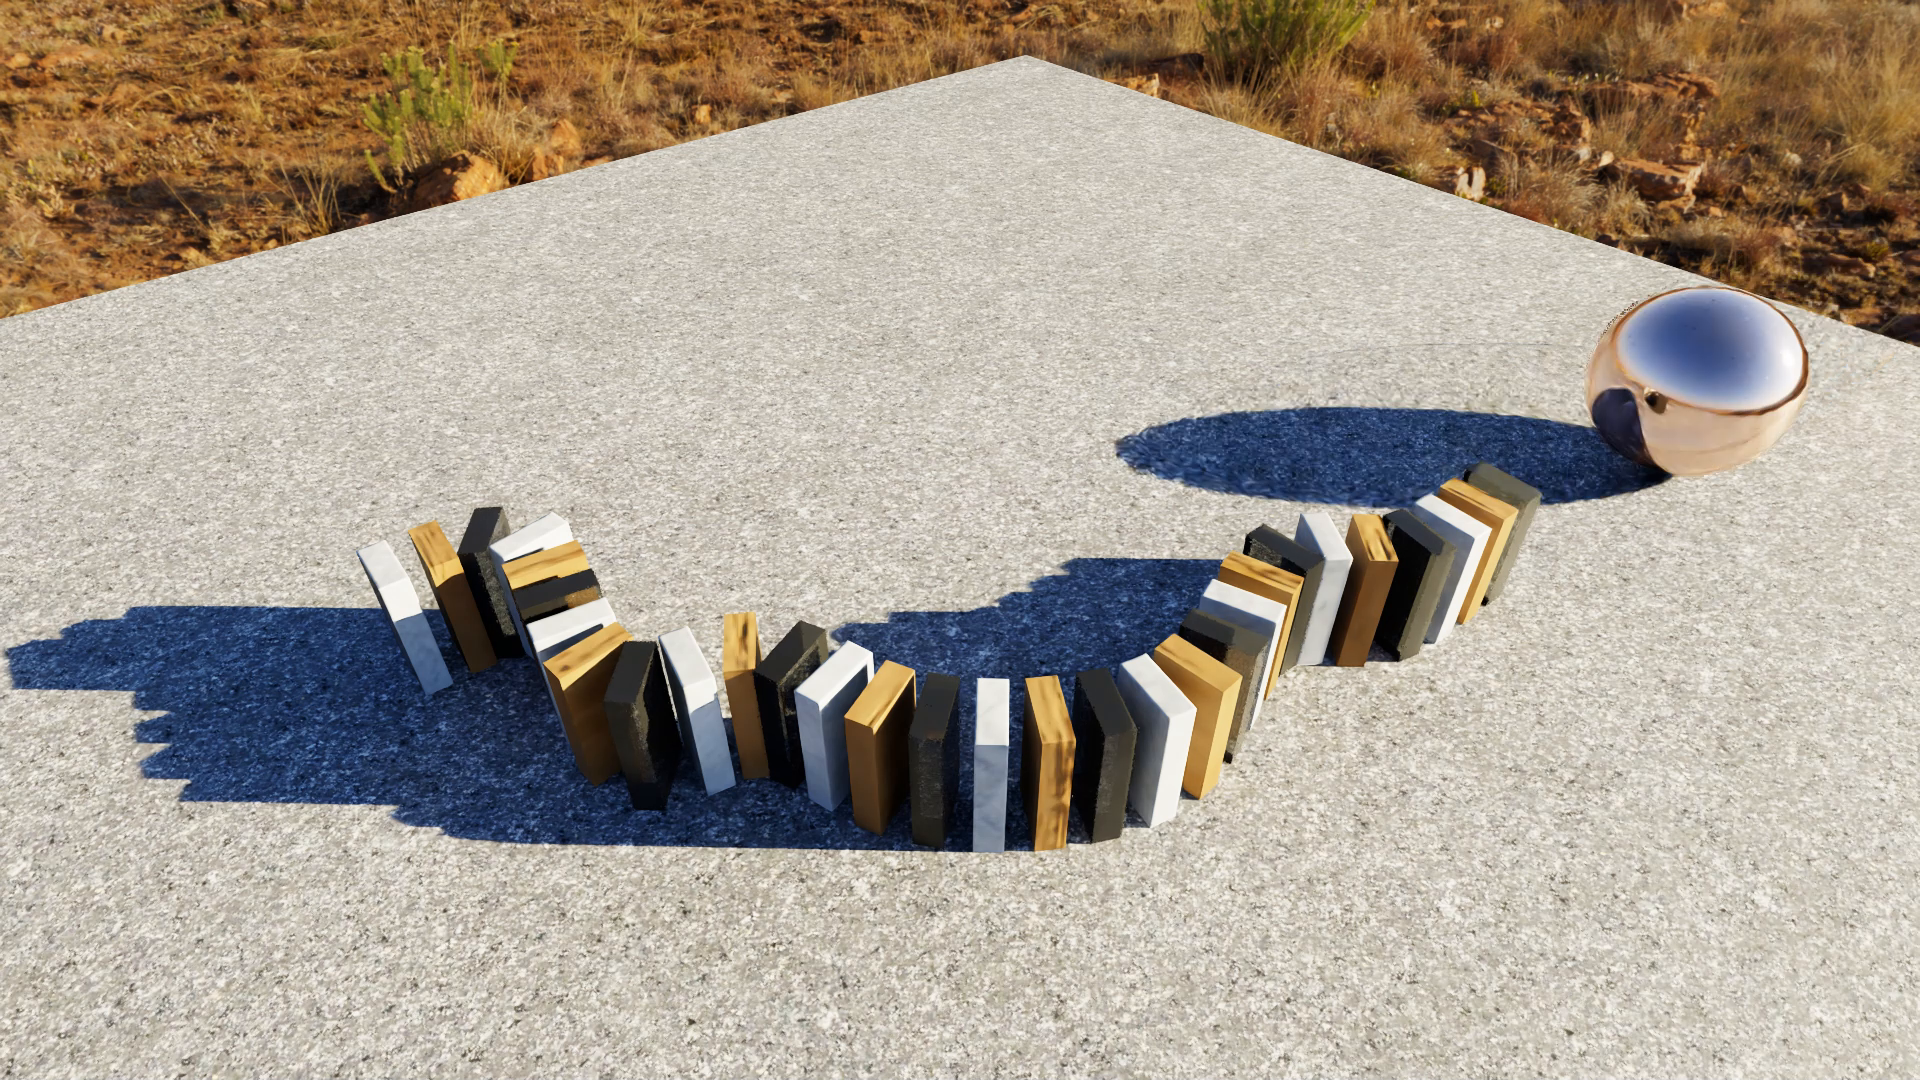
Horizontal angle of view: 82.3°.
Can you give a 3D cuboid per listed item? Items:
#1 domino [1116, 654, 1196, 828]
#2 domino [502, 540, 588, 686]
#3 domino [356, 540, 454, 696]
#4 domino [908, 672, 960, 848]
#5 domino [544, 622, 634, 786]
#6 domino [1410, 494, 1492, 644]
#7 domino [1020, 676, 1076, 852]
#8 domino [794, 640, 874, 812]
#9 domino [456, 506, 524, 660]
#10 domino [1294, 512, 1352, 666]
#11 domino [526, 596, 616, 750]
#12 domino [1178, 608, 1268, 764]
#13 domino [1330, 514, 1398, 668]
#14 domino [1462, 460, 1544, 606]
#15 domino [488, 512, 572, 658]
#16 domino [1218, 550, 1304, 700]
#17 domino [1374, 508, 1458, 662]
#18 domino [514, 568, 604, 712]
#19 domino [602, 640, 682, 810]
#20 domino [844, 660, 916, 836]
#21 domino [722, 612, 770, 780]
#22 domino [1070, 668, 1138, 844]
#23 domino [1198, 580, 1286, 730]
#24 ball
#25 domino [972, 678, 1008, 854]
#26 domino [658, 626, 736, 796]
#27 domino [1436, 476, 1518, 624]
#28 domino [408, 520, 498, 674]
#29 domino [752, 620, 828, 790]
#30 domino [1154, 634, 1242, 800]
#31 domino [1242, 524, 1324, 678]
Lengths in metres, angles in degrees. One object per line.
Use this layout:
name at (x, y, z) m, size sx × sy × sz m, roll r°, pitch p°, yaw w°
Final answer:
domino at (0.057, 0.062, 0.336) m, size 0.009 × 0.050 × 0.025 m, roll -18°, pitch 43°, yaw -21°
domino at (-0.138, 0.026, 0.380) m, size 0.025 × 0.050 × 0.009 m, roll -22°, pitch 44°, yaw -24°
domino at (-0.191, 0.027, 0.378) m, size 0.009 × 0.050 × 0.025 m, roll -27°, pitch 47°, yaw -29°
domino at (-0.007, 0.067, 0.330) m, size 0.009 × 0.050 × 0.025 m, roll 7°, pitch 40°, yaw 9°
domino at (-0.112, 0.052, 0.348) m, size 0.010 × 0.050 × 0.025 m, roll 31°, pitch 49°, yaw 32°
domino at (0.171, 0.011, 0.398) m, size 0.009 × 0.050 × 0.025 m, roll -25°, pitch 45°, yaw -27°
domino at (0.026, 0.067, 0.329) m, size 0.009 × 0.050 × 0.025 m, roll -5°, pitch 40°, yaw -6°
domino at (-0.037, 0.058, 0.341) m, size 0.010 × 0.050 × 0.025 m, roll 23°, pitch 45°, yaw 26°
domino at (-0.164, 0.016, 0.392) m, size 0.009 × 0.050 × 0.025 m, roll -3°, pitch 39°, yaw -4°
domino at (0.125, 0.018, 0.390) m, size 0.010 × 0.050 × 0.025 m, roll -3°, pitch 39°, yaw -4°
domino at (-0.121, 0.044, 0.358) m, size 0.025 × 0.050 × 0.010 m, roll -21°, pitch 44°, yaw -23°
domino at (0.081, 0.047, 0.354) m, size 0.025 × 0.050 × 0.010 m, roll 23°, pitch 44°, yaw 25°
domino at (0.141, 0.018, 0.389) m, size 0.009 × 0.050 × 0.025 m, roll 2°, pitch 39°, yaw 2°
domino at (0.197, -0.002, 0.414) m, size 0.009 × 0.050 × 0.025 m, roll -25°, pitch 45°, yaw -27°
domino at (-0.147, 0.017, 0.390) m, size 0.010 × 0.050 × 0.025 m, roll 28°, pitch 47°, yaw 30°
domino at (0.099, 0.030, 0.375) m, size 0.025 × 0.050 × 0.009 m, roll 23°, pitch 45°, yaw 26°
domino at (0.157, 0.016, 0.391) m, size 0.009 × 0.050 × 0.025 m, roll -17°, pitch 42°, yaw -20°
domino at (-0.129, 0.035, 0.369) m, size 0.025 × 0.050 × 0.009 m, roll -20°, pitch 43°, yaw -22°
domino at (-0.097, 0.058, 0.341) m, size 0.009 × 0.050 × 0.025 m, roll 1°, pitch 39°, yaw 1°
domino at (-0.023, 0.064, 0.334) m, size 0.009 × 0.050 × 0.025 m, roll 17°, pitch 42°, yaw 20°
domino at (-0.067, 0.050, 0.350) m, size 0.010 × 0.050 × 0.025 m, roll -5°, pitch 40°, yaw -7°
domino at (0.042, 0.065, 0.332) m, size 0.010 × 0.050 × 0.025 m, roll -9°, pitch 40°, yaw -11°
domino at (0.090, 0.039, 0.364) m, size 0.025 × 0.050 × 0.009 m, roll 21°, pitch 44°, yaw 24°
ball at (0.313, -0.068, 0.471) m, size 0.080 × 0.080 × 0.080 m, roll 0°, pitch 39°, yaw 0°
domino at (0.009, 0.068, 0.329) m, size 0.010 × 0.050 × 0.025 m, roll 1°, pitch 39°, yaw 2°
domino at (-0.082, 0.054, 0.345) m, size 0.010 × 0.050 × 0.025 m, roll -19°, pitch 43°, yaw -22°
domino at (0.184, 0.004, 0.406) m, size 0.009 × 0.050 × 0.025 m, roll -27°, pitch 46°, yaw -29°
domino at (-0.178, 0.021, 0.386) m, size 0.009 × 0.050 × 0.025 m, roll -25°, pitch 46°, yaw -27°
domino at (-0.051, 0.053, 0.347) m, size 0.009 × 0.050 × 0.025 m, roll 18°, pitch 43°, yaw 21°
domino at (0.071, 0.056, 0.343) m, size 0.010 × 0.050 × 0.025 m, roll -32°, pitch 49°, yaw -33°
domino at (0.109, 0.022, 0.385) m, size 0.009 × 0.050 × 0.025 m, roll -28°, pitch 47°, yaw -30°
